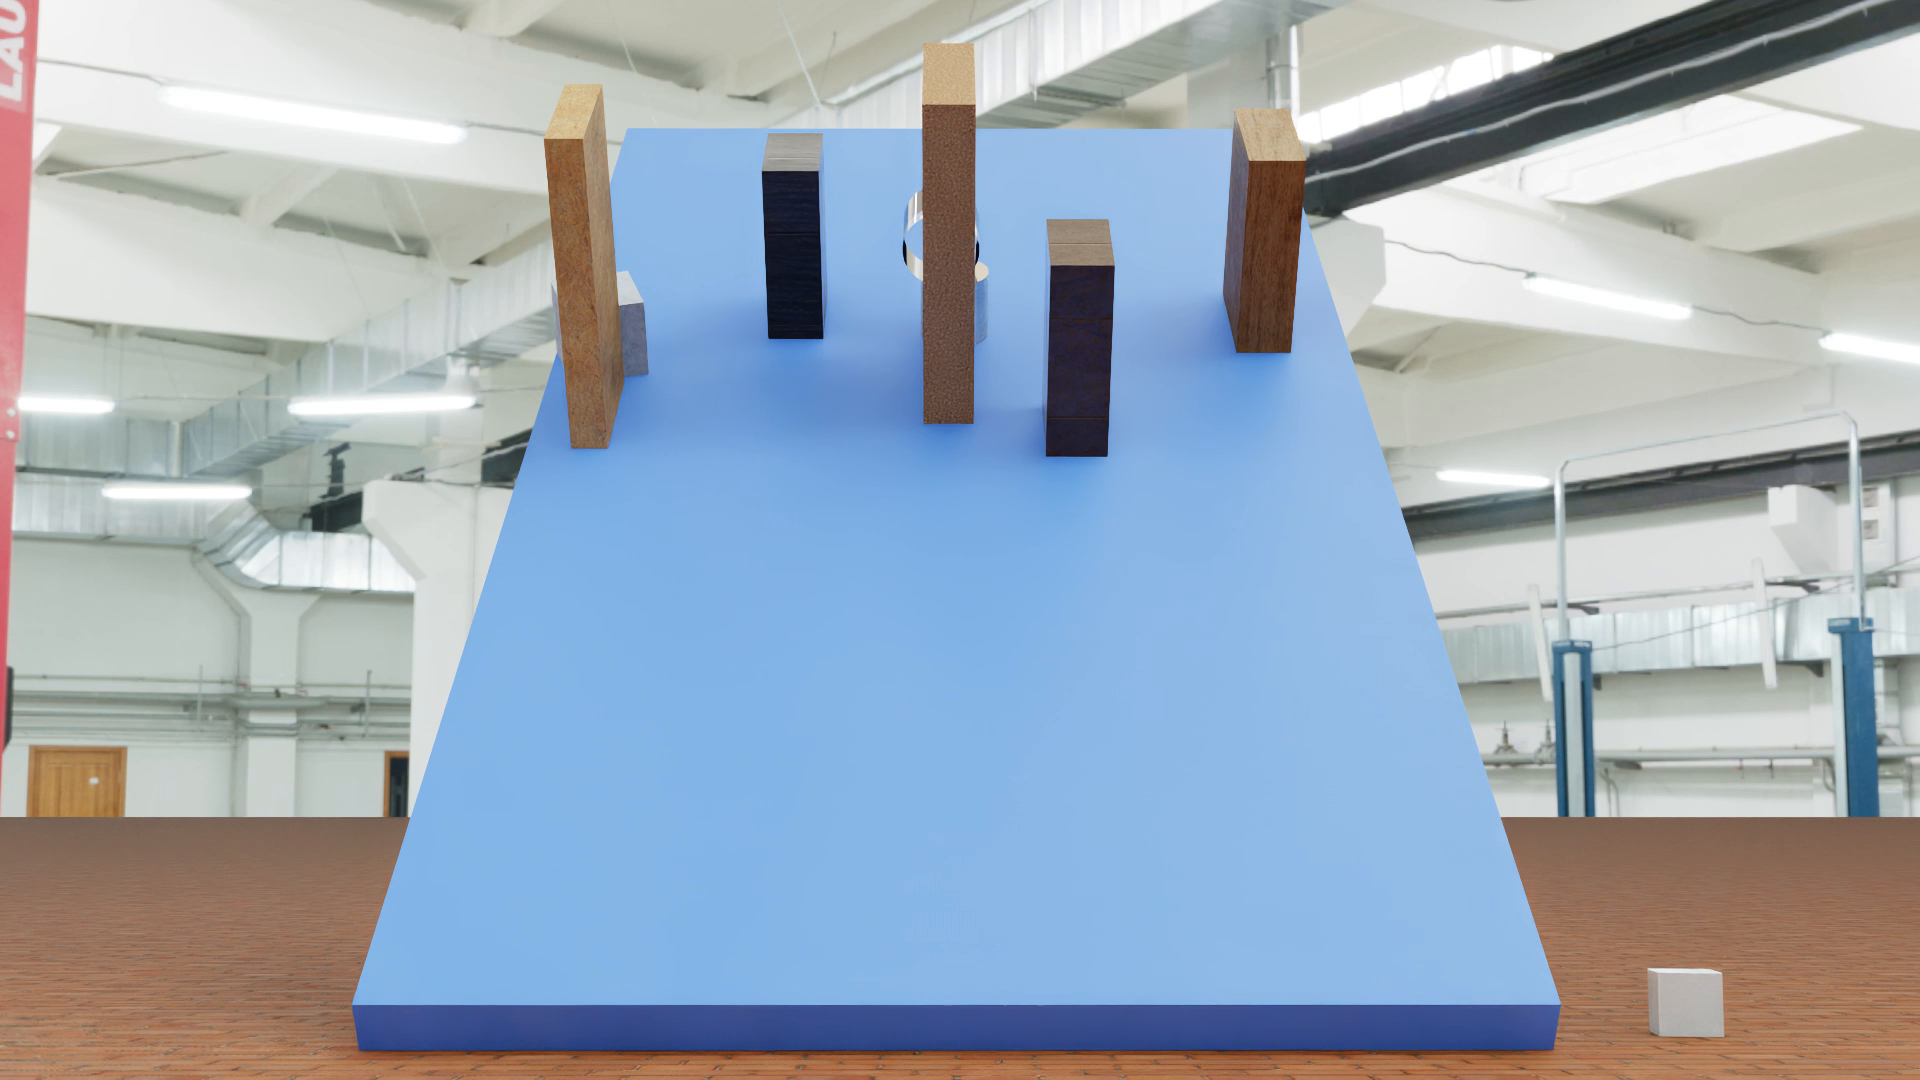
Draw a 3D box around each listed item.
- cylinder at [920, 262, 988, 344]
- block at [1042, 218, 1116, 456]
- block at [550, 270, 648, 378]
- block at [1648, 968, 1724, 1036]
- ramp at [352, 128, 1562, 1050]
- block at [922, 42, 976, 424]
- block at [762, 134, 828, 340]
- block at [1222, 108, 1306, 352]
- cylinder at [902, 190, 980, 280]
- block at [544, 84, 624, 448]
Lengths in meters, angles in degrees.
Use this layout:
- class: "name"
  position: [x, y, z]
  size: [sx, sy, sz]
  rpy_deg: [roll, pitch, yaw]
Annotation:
- class: "cylinder"
  position: [-0.014, -0.604, 6.164]
  size: [0.173, 0.173, 0.173]
  rpy_deg: [0, 31, 0]
- class: "block"
  position: [0.272, -0.469, 5.630]
  size: [0.144, 0.485, 0.261]
  rpy_deg: [0, 31, 0]
- class: "block"
  position: [-0.893, -0.527, 6.007]
  size: [0.194, 0.194, 0.194]
  rpy_deg: [-9, 32, -16]
- class: "block"
  position: [1.307, 0.833, 4.366]
  size: [0.112, 0.112, 0.112]
  rpy_deg: [-1, -6, 7]
- class: "ramp"
  position: [-0.014, -0.205, 5.756]
  size: [2.000, 0.100, 4.000]
  rpy_deg: [0, 31, 0]
- class: "block"
  position: [-0.027, -0.726, 5.754]
  size: [0.120, 0.799, 0.411]
  rpy_deg: [0, 31, 0]
- class: "block"
  position: [-0.418, -0.773, 6.169]
  size: [0.140, 0.456, 0.255]
  rpy_deg: [0, 31, 0]
- class: "block"
  position: [0.766, -0.785, 6.138]
  size: [0.138, 0.515, 0.355]
  rpy_deg: [0, 31, 0]
- class: "cylinder"
  position: [-0.048, -0.766, 6.080]
  size: [0.192, 0.192, 0.192]
  rpy_deg: [0, 31, 0]
- class: "block"
  position: [-0.866, -0.631, 5.621]
  size: [0.085, 0.766, 0.344]
  rpy_deg: [0, 31, 0]
